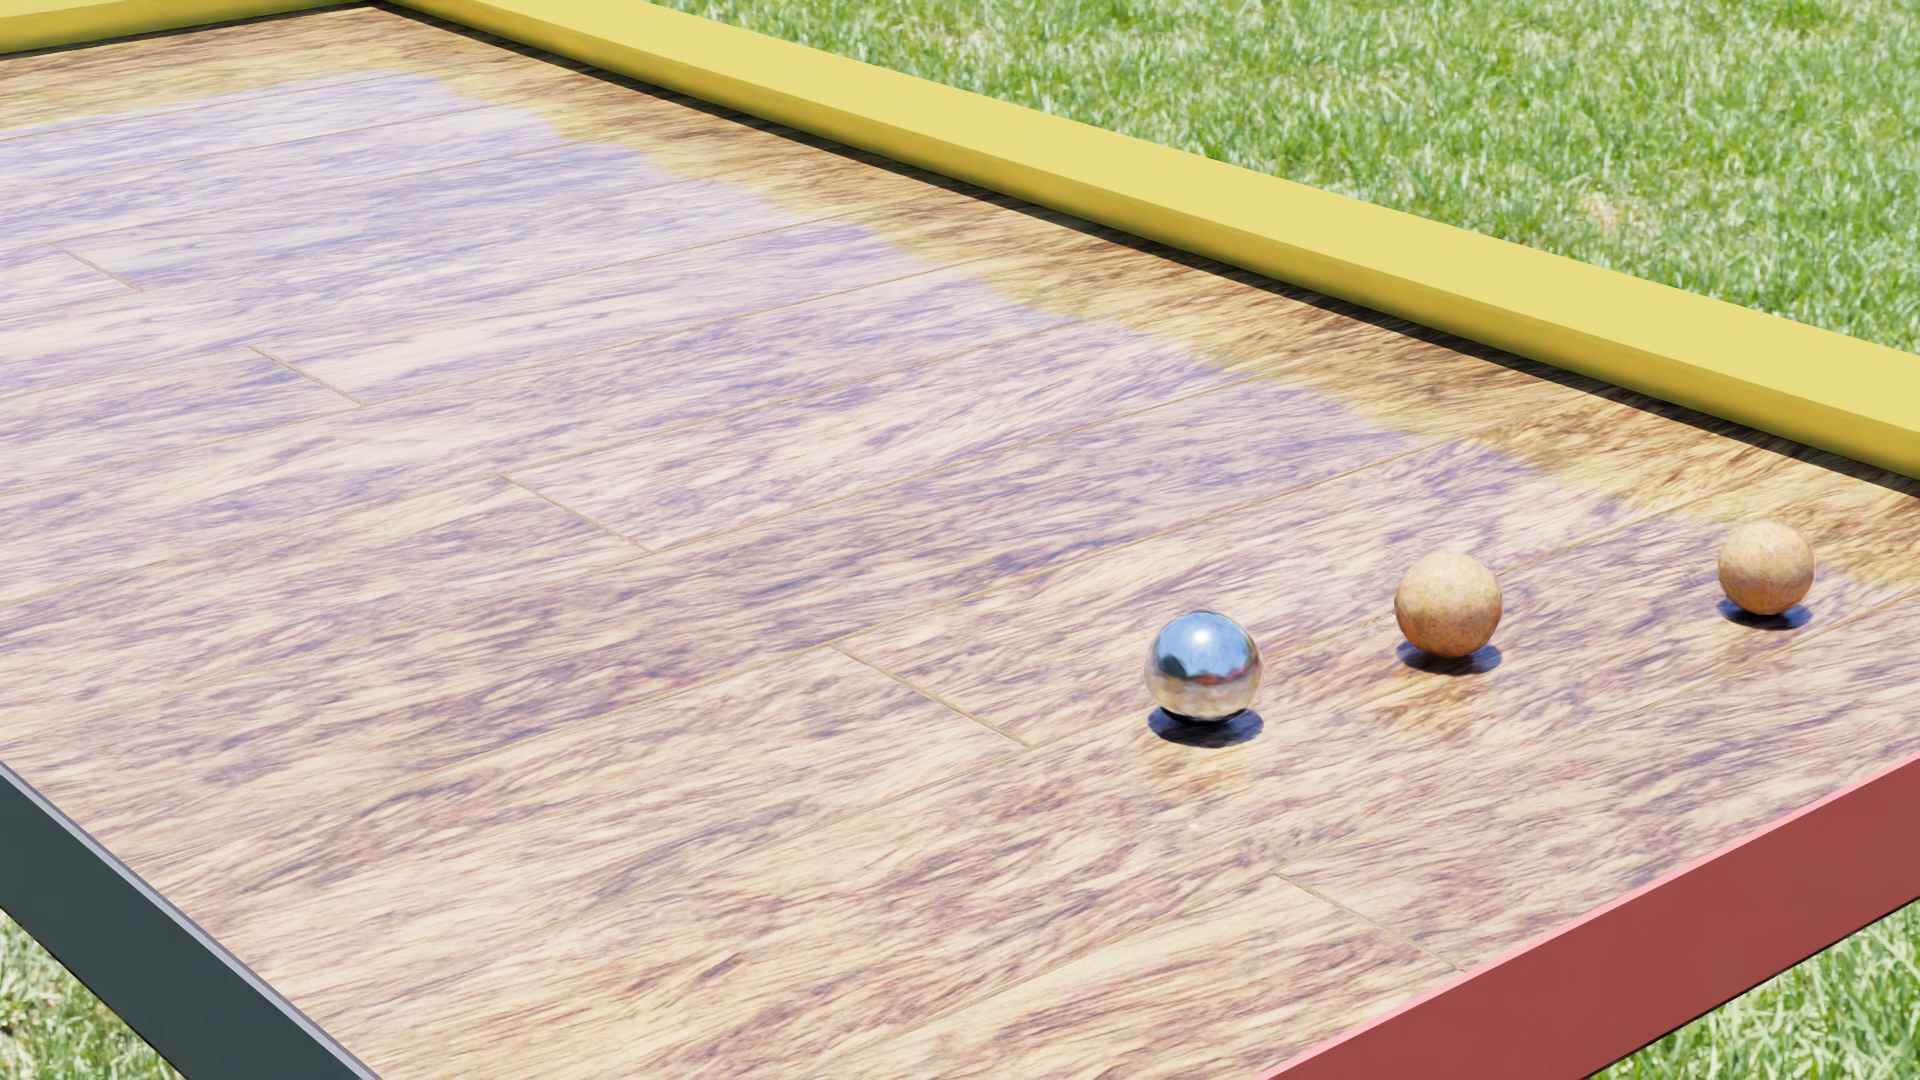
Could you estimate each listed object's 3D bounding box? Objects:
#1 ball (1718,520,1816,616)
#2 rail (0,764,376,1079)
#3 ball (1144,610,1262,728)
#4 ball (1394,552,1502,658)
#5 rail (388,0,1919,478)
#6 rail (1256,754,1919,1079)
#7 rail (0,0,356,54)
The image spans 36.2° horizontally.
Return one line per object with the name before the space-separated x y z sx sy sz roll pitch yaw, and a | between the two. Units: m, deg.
ball | 0.662 0.023 2.416 0.078 0.078 0.078 0 22 0
rail | -1.160 -0.055 2.556 0.045 0.115 3.306 -17 28 -36
ball | 0.183 0.097 2.216 0.088 0.088 0.088 0 22 0
ball | 0.388 0.051 2.335 0.085 0.085 0.085 0 22 0
rail | 0.102 -0.448 3.532 0.045 0.115 3.306 -17 28 -36
rail | 0.514 0.217 1.883 1.691 0.115 0.045 -17 28 -36
rail | -1.572 -0.719 4.204 1.691 0.115 0.045 -17 28 -36
